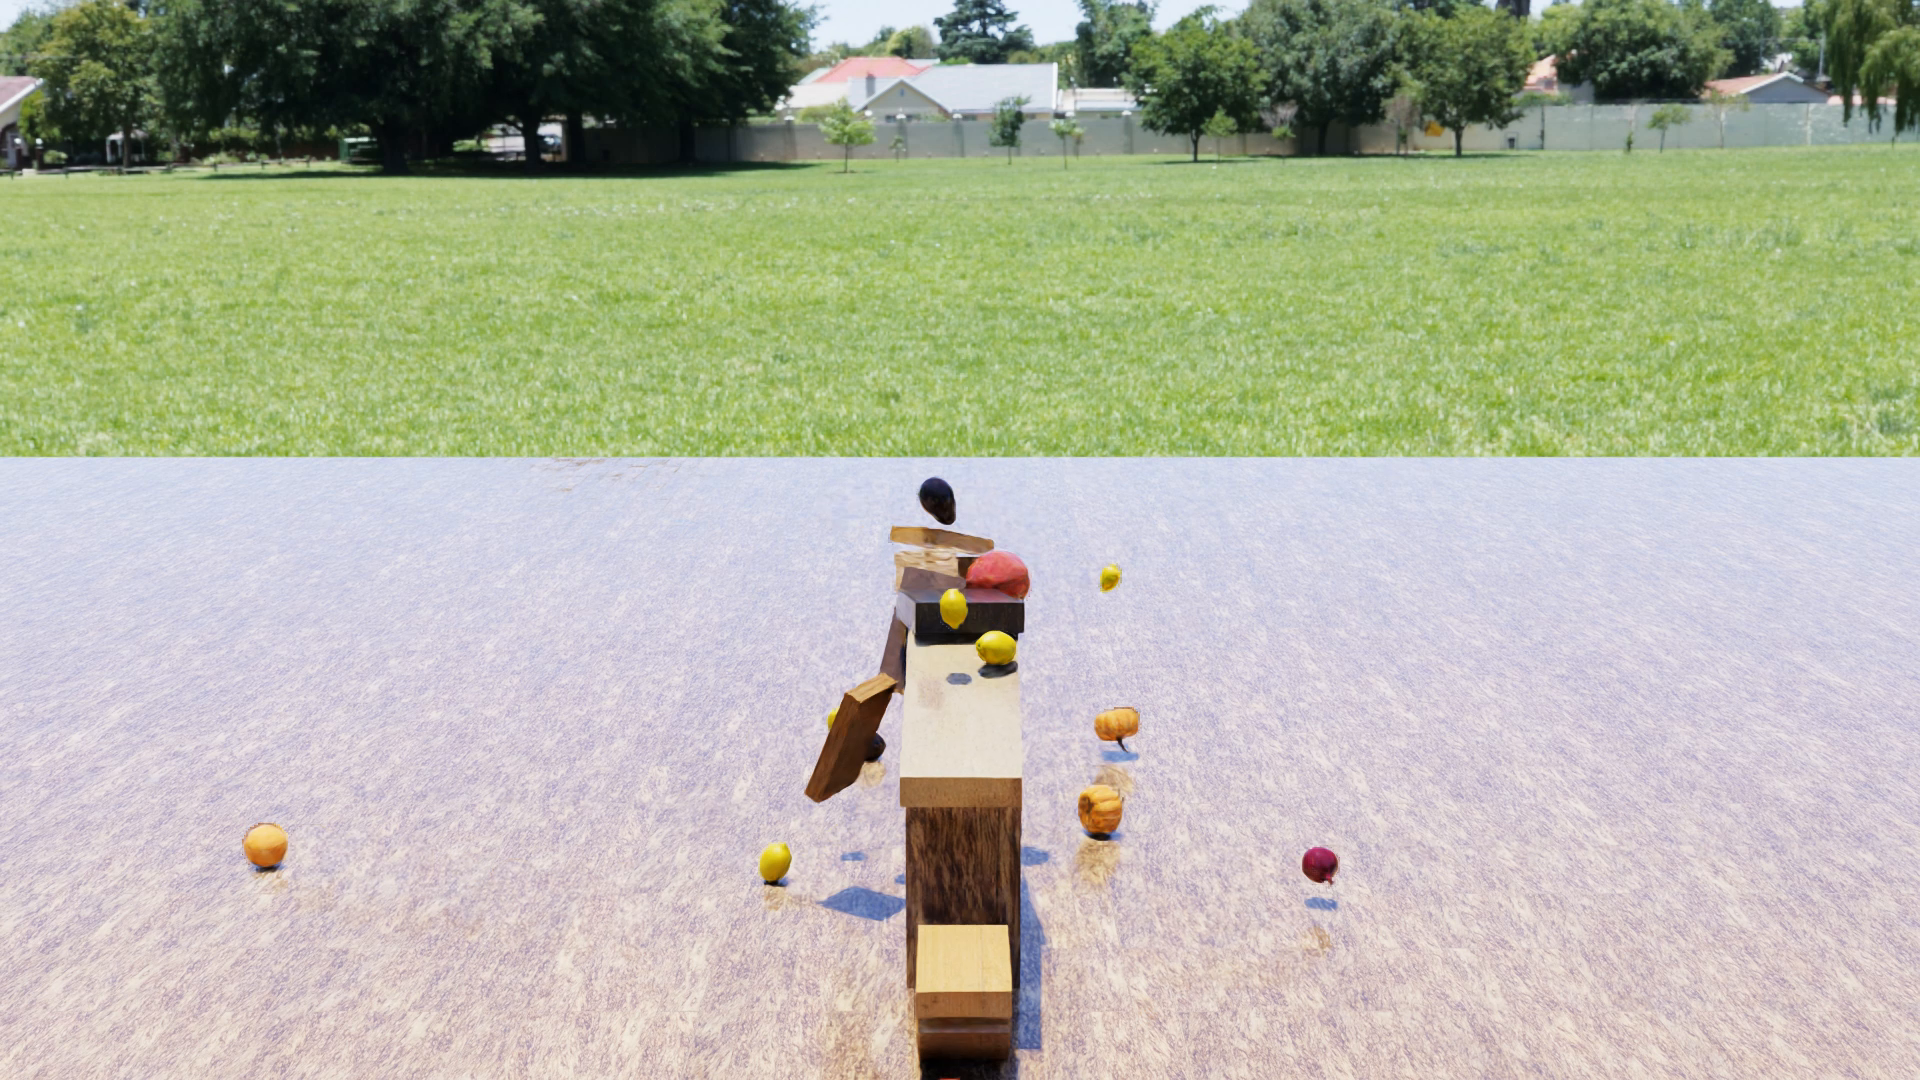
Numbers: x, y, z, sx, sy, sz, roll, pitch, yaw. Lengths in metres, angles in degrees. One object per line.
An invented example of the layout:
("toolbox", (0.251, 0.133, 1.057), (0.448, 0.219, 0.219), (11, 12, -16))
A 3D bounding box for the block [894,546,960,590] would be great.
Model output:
("block", (-0.035, 0.239, 3.705), (0.107, 0.471, 0.030), (-6, -21, -1))

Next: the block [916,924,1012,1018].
("block", (0.005, 0.561, 2.870), (0.121, 0.034, 0.242), (0, 10, 0))

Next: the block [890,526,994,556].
("block", (-0.030, 0.002, 3.928), (0.097, 0.027, 0.193), (4, -4, 32))

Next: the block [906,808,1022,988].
("block", (0.005, 0.494, 3.257), (0.169, 0.338, 0.048), (0, 11, 0))

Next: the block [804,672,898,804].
("block", (-0.177, 0.322, 3.571), (0.030, 0.213, 0.107), (34, 30, 20))

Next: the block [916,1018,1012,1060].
("block", (0.004, 0.653, 2.905), (0.121, 0.034, 0.242), (0, -21, 0))

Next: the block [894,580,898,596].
("block", (-0.032, 0.136, 3.810), (0.097, 0.194, 0.027), (-22, -28, -11))

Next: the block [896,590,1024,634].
("block", (-0.003, 0.112, 3.503), (0.167, 0.047, 0.334), (0, 2, -6))

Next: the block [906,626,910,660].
("block", (-0.002, 0.193, 3.511), (0.167, 0.047, 0.334), (0, 14, -1))

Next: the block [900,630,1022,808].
("block", (0.003, 0.252, 3.188), (0.167, 0.047, 0.444), (0, 24, 0))

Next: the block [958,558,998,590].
("block", (0.015, 0.123, 3.936), (0.097, 0.193, 0.027), (0, -27, 6))

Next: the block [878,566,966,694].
("block", (-0.064, 0.158, 3.700), (0.107, 0.213, 0.030), (12, -19, 3))
